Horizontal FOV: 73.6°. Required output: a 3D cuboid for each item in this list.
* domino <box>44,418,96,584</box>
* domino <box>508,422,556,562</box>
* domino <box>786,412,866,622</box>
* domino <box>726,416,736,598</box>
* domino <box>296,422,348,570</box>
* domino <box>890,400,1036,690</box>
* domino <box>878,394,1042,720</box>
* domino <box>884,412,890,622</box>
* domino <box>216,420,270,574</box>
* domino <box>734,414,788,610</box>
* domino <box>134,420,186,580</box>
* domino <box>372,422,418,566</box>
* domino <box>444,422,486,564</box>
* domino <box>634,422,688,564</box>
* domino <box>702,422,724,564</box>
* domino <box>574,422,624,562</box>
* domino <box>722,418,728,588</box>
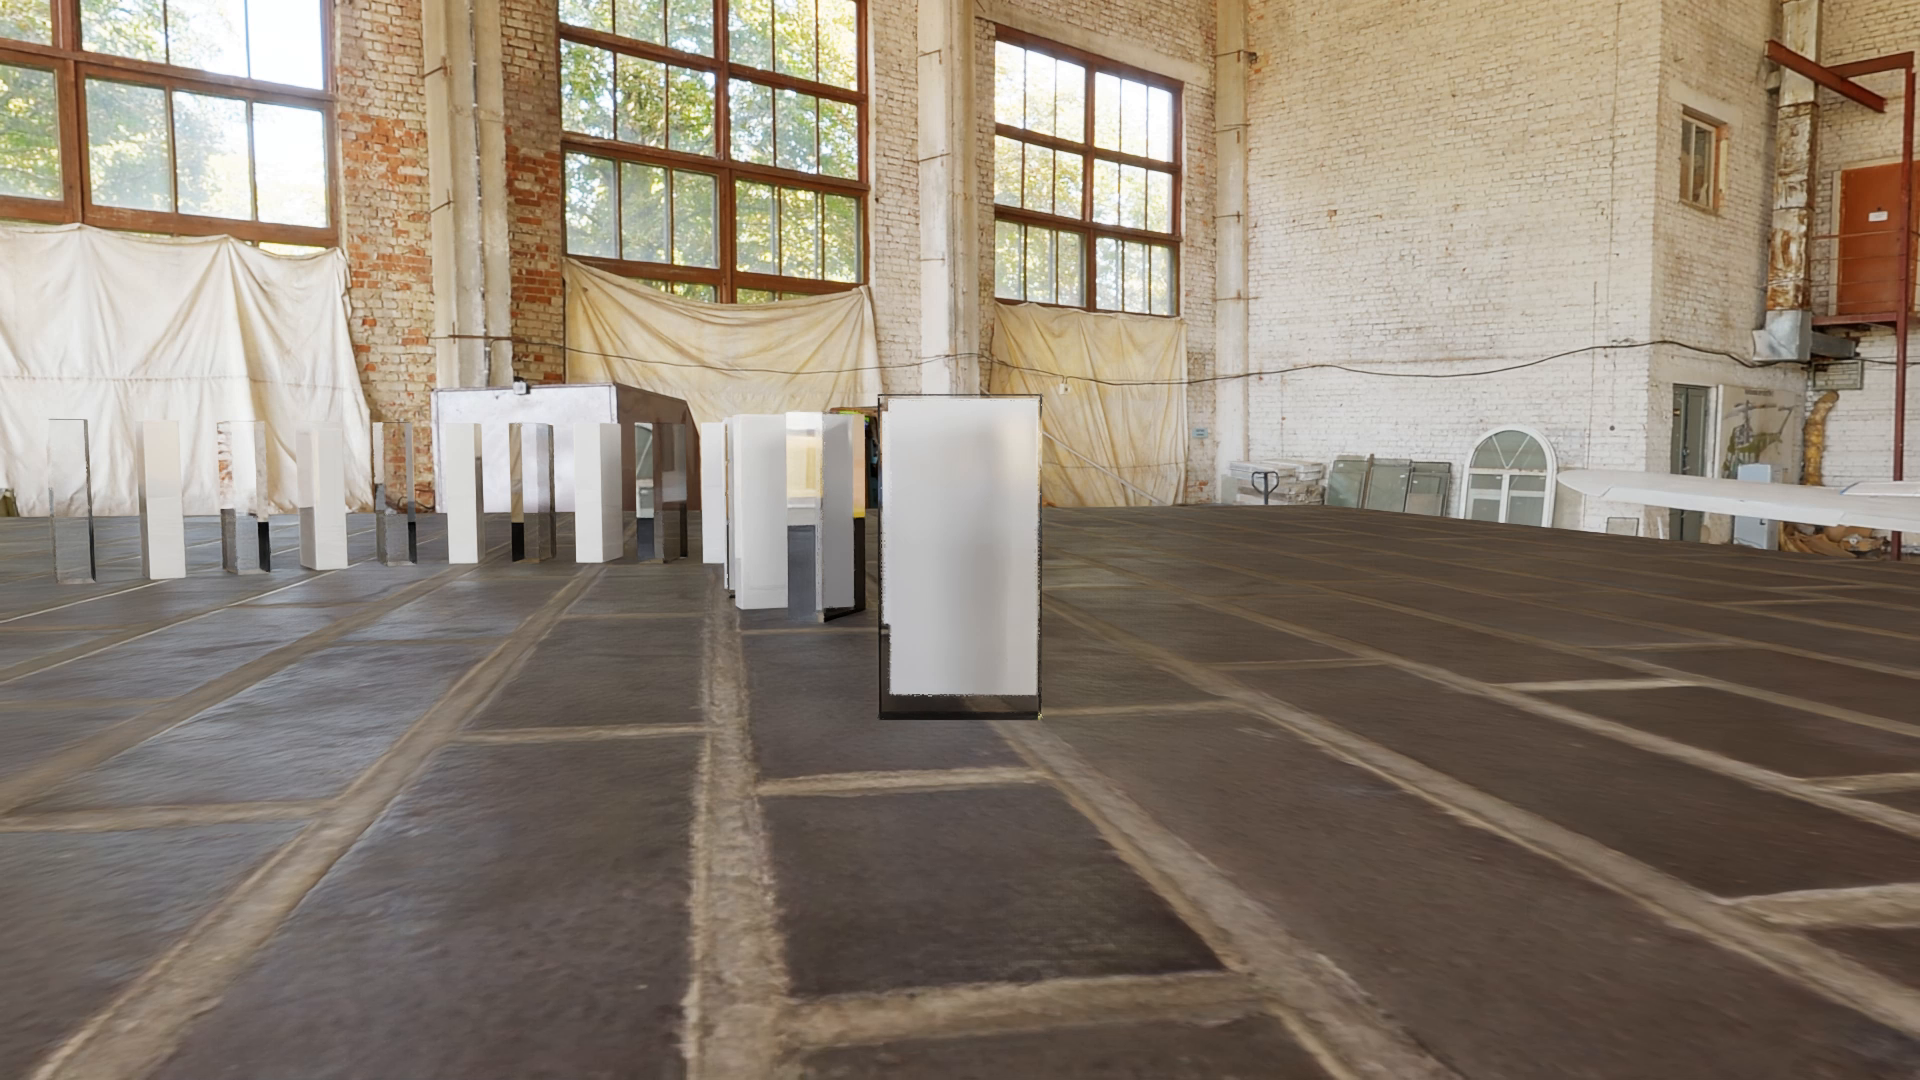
[{"bbox_3d":[-0.277,-0.012,0.399,0.010,0.050,0.025,-3,5,-38],"label":"domino"},{"bbox_3d":[-0.157,-0.018,0.471,0.010,0.050,0.025,0,4,-4],"label":"domino"},{"bbox_3d":[-0.033,-0.006,0.318,0.009,0.050,0.025,1,5,19],"label":"domino"},{"bbox_3d":[-0.053,-0.009,0.360,0.025,0.050,0.009,-1,4,-14],"label":"domino"},{"bbox_3d":[-0.221,-0.016,0.444,0.010,0.050,0.025,-3,5,-39],"label":"domino"},{"bbox_3d":[0.001,0.001,0.225,0.025,0.050,0.009,0,4,2],"label":"domino"},{"bbox_3d":[0.000,0.002,0.201,0.025,0.050,0.009,0,4,0],"label":"domino"},{"bbox_3d":[-0.009,-0.006,0.316,0.010,0.050,0.025,2,5,21],"label":"domino"},{"bbox_3d":[-0.240,-0.015,0.429,0.010,0.050,0.025,-4,6,-40],"label":"domino"},{"bbox_3d":[-0.046,-0.008,0.337,0.025,0.050,0.009,-2,5,-20],"label":"domino"},{"bbox_3d":[-0.258,-0.013,0.414,0.009,0.050,0.025,-3,5,-38],"label":"domino"},{"bbox_3d":[-0.202,-0.017,0.458,0.010,0.050,0.025,-3,5,-32],"label":"domino"},{"bbox_3d":[-0.180,-0.018,0.468,0.009,0.050,0.025,-1,4,-14],"label":"domino"},{"bbox_3d":[-0.109,-0.018,0.469,0.009,0.050,0.025,1,4,8],"label":"domino"},{"bbox_3d":[-0.085,-0.018,0.468,0.009,0.050,0.025,1,4,9],"label":"domino"},{"bbox_3d":[-0.133,-0.018,0.472,0.009,0.050,0.025,0,4,2],"label":"domino"},{"bbox_3d":[-0.058,-0.011,0.383,0.025,0.050,0.009,-1,4,-13],"label":"domino"}]
